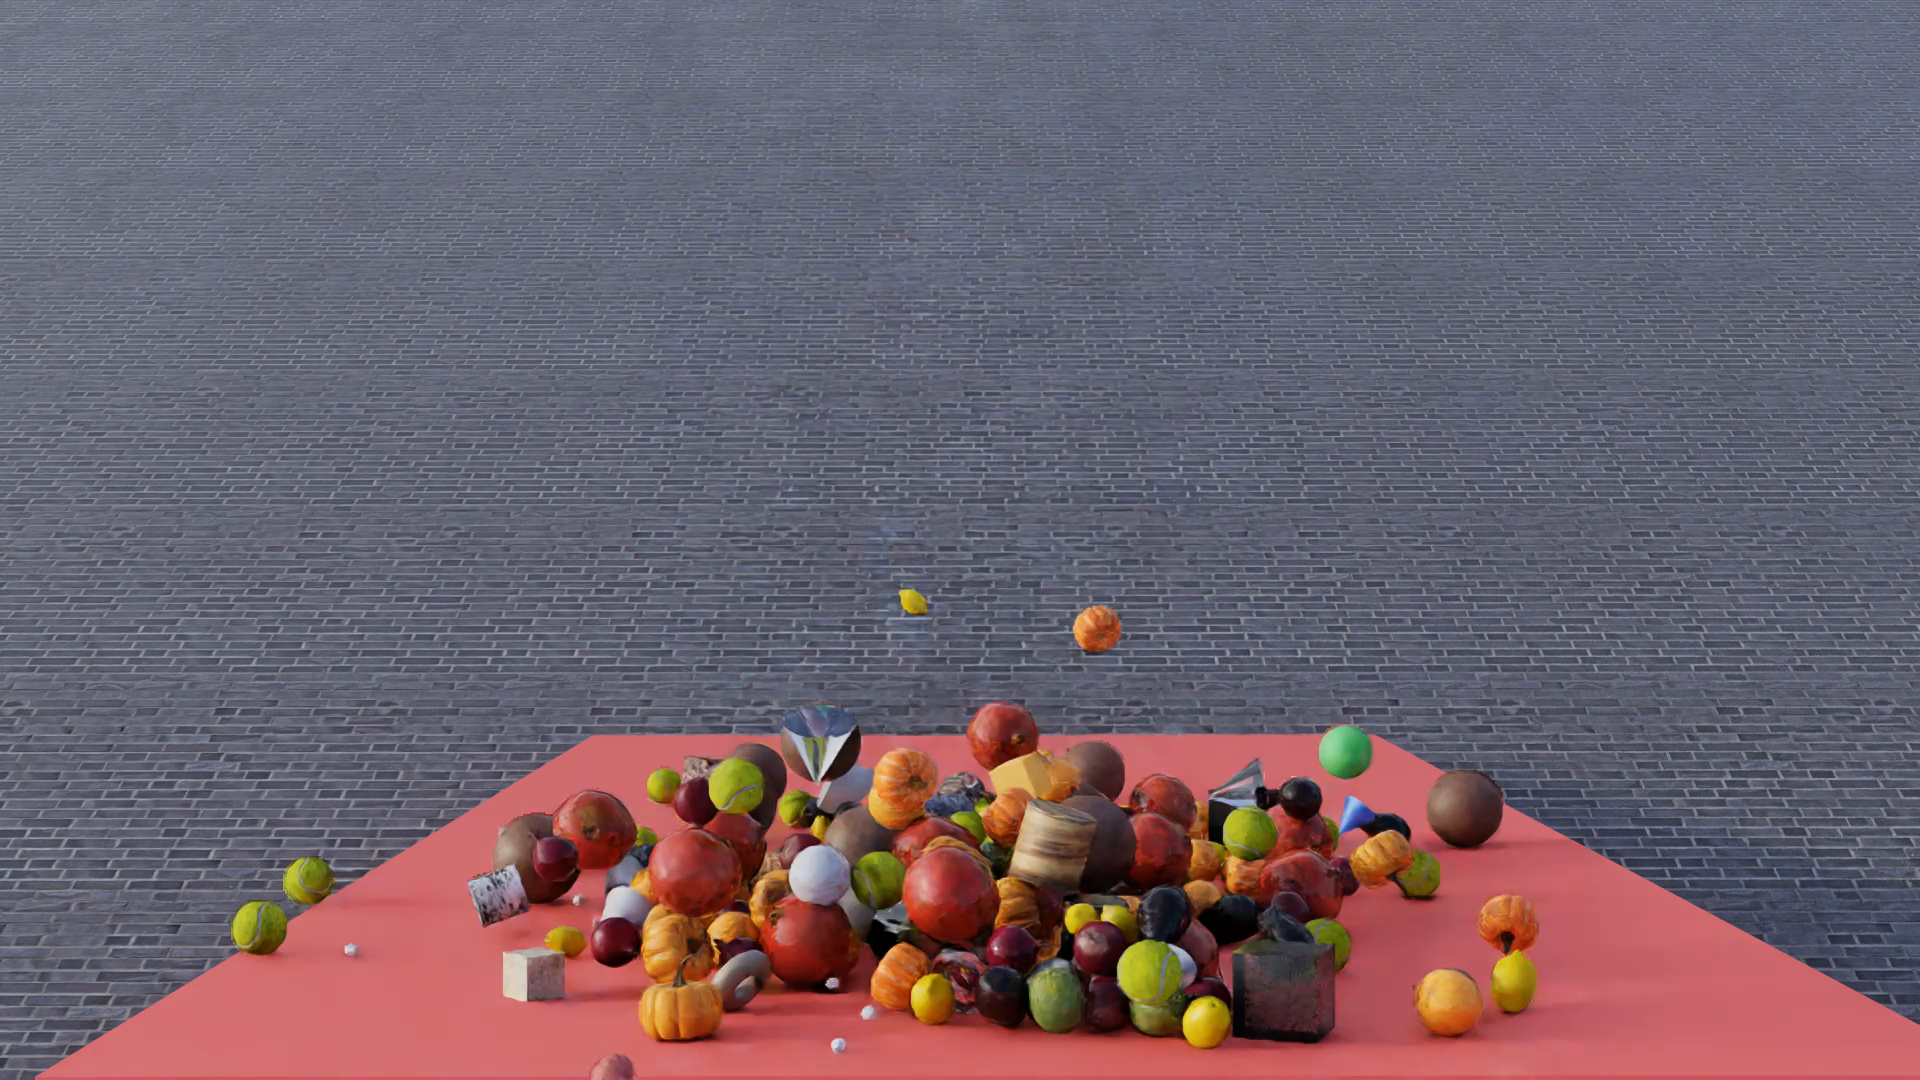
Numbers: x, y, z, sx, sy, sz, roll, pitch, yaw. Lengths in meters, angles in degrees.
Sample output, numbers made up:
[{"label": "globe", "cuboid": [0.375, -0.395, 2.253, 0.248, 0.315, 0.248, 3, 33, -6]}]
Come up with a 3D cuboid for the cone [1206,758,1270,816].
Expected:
[{"label": "cone", "cuboid": [0.445, 0.409, 4.193, 0.096, 0.096, 0.096, -10, 28, 4]}]

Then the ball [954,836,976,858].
[{"label": "ball", "cuboid": [0.003, 0.499, 4.131, 0.052, 0.052, 0.052, 0, 28, 0]}]

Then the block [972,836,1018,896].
[{"label": "block", "cuboid": [0.053, 0.482, 3.830, 0.060, 0.060, 0.060, 2, 44, 8]}]

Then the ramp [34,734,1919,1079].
[{"label": "ramp", "cuboid": [0.063, 0.570, 4.611, 2.000, 0.100, 4.000, 0, 1, 0]}]

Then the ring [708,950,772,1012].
[{"label": "ring", "cuboid": [-0.251, 0.503, 2.948, 0.084, 0.084, 0.028, -23, 54, -36]}]

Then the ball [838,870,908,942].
[{"label": "ball", "cuboid": [-0.111, 0.474, 3.346, 0.094, 0.094, 0.094, 0, 28, 0]}]

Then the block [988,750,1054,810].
[{"label": "block", "cuboid": [0.087, 0.343, 3.692, 0.058, 0.058, 0.058, -22, 0, 27]}]

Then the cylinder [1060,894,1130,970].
[{"label": "cylinder", "cuboid": [0.156, 0.458, 3.009, 0.077, 0.077, 0.077, 4, 4, 0]}]

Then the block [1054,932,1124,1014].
[{"label": "block", "cuboid": [0.142, 0.492, 2.930, 0.056, 0.056, 0.056, 21, 28, -23]}]

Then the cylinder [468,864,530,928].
[{"label": "cylinder", "cuboid": [-0.625, 0.482, 3.504, 0.066, 0.066, 0.066, -19, 32, -15]}]

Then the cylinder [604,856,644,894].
[{"label": "cylinder", "cuboid": [-0.490, 0.494, 3.765, 0.050, 0.050, 0.050, 9, 51, -11]}]

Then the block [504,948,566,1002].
[{"label": "block", "cuboid": [-0.501, 0.511, 3.041, 0.052, 0.052, 0.052, -1, 1, -41]}]

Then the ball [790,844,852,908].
[{"label": "ball", "cuboid": [-0.167, 0.401, 3.087, 0.075, 0.075, 0.075, 0, 28, 0]}]

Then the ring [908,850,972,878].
[{"label": "ring", "cuboid": [-0.029, 0.507, 4.040, 0.107, 0.036, 0.107, 4, 2, 0]}]

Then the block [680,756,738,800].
[{"label": "block", "cuboid": [-0.427, 0.405, 4.388, 0.064, 0.064, 0.064, 12, -5, -42]}]

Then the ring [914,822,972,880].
[{"label": "ring", "cuboid": [-0.023, 0.466, 3.839, 0.038, 0.114, 0.114, -46, 34, 5]}]

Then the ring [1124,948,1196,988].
[{"label": "ring", "cuboid": [0.222, 0.474, 2.860, 0.081, 0.081, 0.027, 1, 60, 1]}]

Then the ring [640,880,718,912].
[{"label": "ring", "cuboid": [-0.402, 0.508, 3.697, 0.110, 0.037, 0.110, 7, -5, 1]}]

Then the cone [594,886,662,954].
[{"label": "cone", "cuboid": [-0.451, 0.513, 3.365, 0.089, 0.089, 0.089, 15, 34, 26]}]

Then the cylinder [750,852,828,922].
[{"label": "cylinder", "cuboid": [-0.236, 0.483, 3.592, 0.095, 0.095, 0.095, -3, 28, 5]}]

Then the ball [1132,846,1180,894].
[{"label": "ball", "cuboid": [0.291, 0.492, 3.848, 0.072, 0.072, 0.072, 0, 28, 0]}]

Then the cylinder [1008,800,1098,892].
[{"label": "cylinder", "cuboid": [0.112, 0.367, 3.100, 0.087, 0.087, 0.087, 15, 4, -1]}]

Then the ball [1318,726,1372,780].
[{"label": "ball", "cuboid": [0.594, 0.328, 3.987, 0.082, 0.082, 0.082, 0, 28, 0]}]

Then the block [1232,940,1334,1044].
[{"label": "block", "cuboid": [0.354, 0.493, 2.829, 0.092, 0.092, 0.092, 0, 1, 20]}]

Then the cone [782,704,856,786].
[{"label": "cone", "cuboid": [-0.193, 0.291, 3.515, 0.100, 0.100, 0.100, 3, 23, -1]}]

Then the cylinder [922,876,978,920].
[{"label": "cylinder", "cuboid": [-0.015, 0.502, 3.606, 0.059, 0.059, 0.059, 10, 23, -25]}]

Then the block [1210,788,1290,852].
[{"label": "block", "cuboid": [0.492, 0.474, 4.392, 0.096, 0.096, 0.096, -1, 0, -33]}]

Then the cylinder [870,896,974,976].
[{"label": "cylinder", "cuboid": [-0.047, 0.490, 3.188, 0.091, 0.091, 0.091, -25, 17, -38]}]

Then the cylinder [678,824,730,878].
[{"label": "cylinder", "cuboid": [-0.344, 0.418, 3.467, 0.053, 0.053, 0.053, -18, 72, -30]}]

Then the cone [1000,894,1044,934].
[{"label": "cone", "cuboid": [0.077, 0.509, 3.481, 0.054, 0.054, 0.054, -12, 23, 23]}]

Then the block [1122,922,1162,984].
[{"label": "block", "cuboid": [0.196, 0.493, 3.086, 0.065, 0.065, 0.065, 7, -16, -34]}]

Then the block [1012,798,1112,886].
[{"label": "block", "cuboid": [0.139, 0.411, 3.514, 0.088, 0.088, 0.088, -14, -11, -22]}]

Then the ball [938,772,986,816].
[{"label": "ball", "cuboid": [0.004, 0.473, 4.758, 0.091, 0.091, 0.091, 0, 28, 0]}]

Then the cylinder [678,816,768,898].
[{"label": "cylinder", "cuboid": [-0.343, 0.457, 3.737, 0.092, 0.092, 0.092, 19, 33, 22]}]

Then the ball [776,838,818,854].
[{"label": "ball", "cuboid": [-0.234, 0.485, 3.814, 0.089, 0.089, 0.089, 0, 28, 0]}]

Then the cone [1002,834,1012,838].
[{"label": "cone", "cuboid": [0.066, 0.511, 4.108, 0.061, 0.061, 0.061, 10, 30, 18]}]

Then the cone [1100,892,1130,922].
[{"label": "cone", "cuboid": [0.171, 0.505, 3.361, 0.073, 0.073, 0.073, -20, 33, -41]}]

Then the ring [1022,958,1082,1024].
[{"label": "ring", "cuboid": [0.102, 0.504, 2.886, 0.078, 0.026, 0.078, -27, 44, 30]}]

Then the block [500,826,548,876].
[{"label": "block", "cuboid": [-0.689, 0.491, 4.076, 0.070, 0.070, 0.070, 0, 1, -13]}]

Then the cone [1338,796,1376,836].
[{"label": "cone", "cuboid": [0.628, 0.454, 4.166, 0.060, 0.060, 0.060, -48, 44, -8]}]

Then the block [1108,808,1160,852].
[{"label": "block", "cuboid": [0.294, 0.490, 4.369, 0.066, 0.066, 0.066, 0, 1, 31]}]

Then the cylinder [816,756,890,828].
[{"label": "cylinder", "cuboid": [-0.181, 0.427, 4.367, 0.094, 0.094, 0.094, 24, 27, -9]}]
